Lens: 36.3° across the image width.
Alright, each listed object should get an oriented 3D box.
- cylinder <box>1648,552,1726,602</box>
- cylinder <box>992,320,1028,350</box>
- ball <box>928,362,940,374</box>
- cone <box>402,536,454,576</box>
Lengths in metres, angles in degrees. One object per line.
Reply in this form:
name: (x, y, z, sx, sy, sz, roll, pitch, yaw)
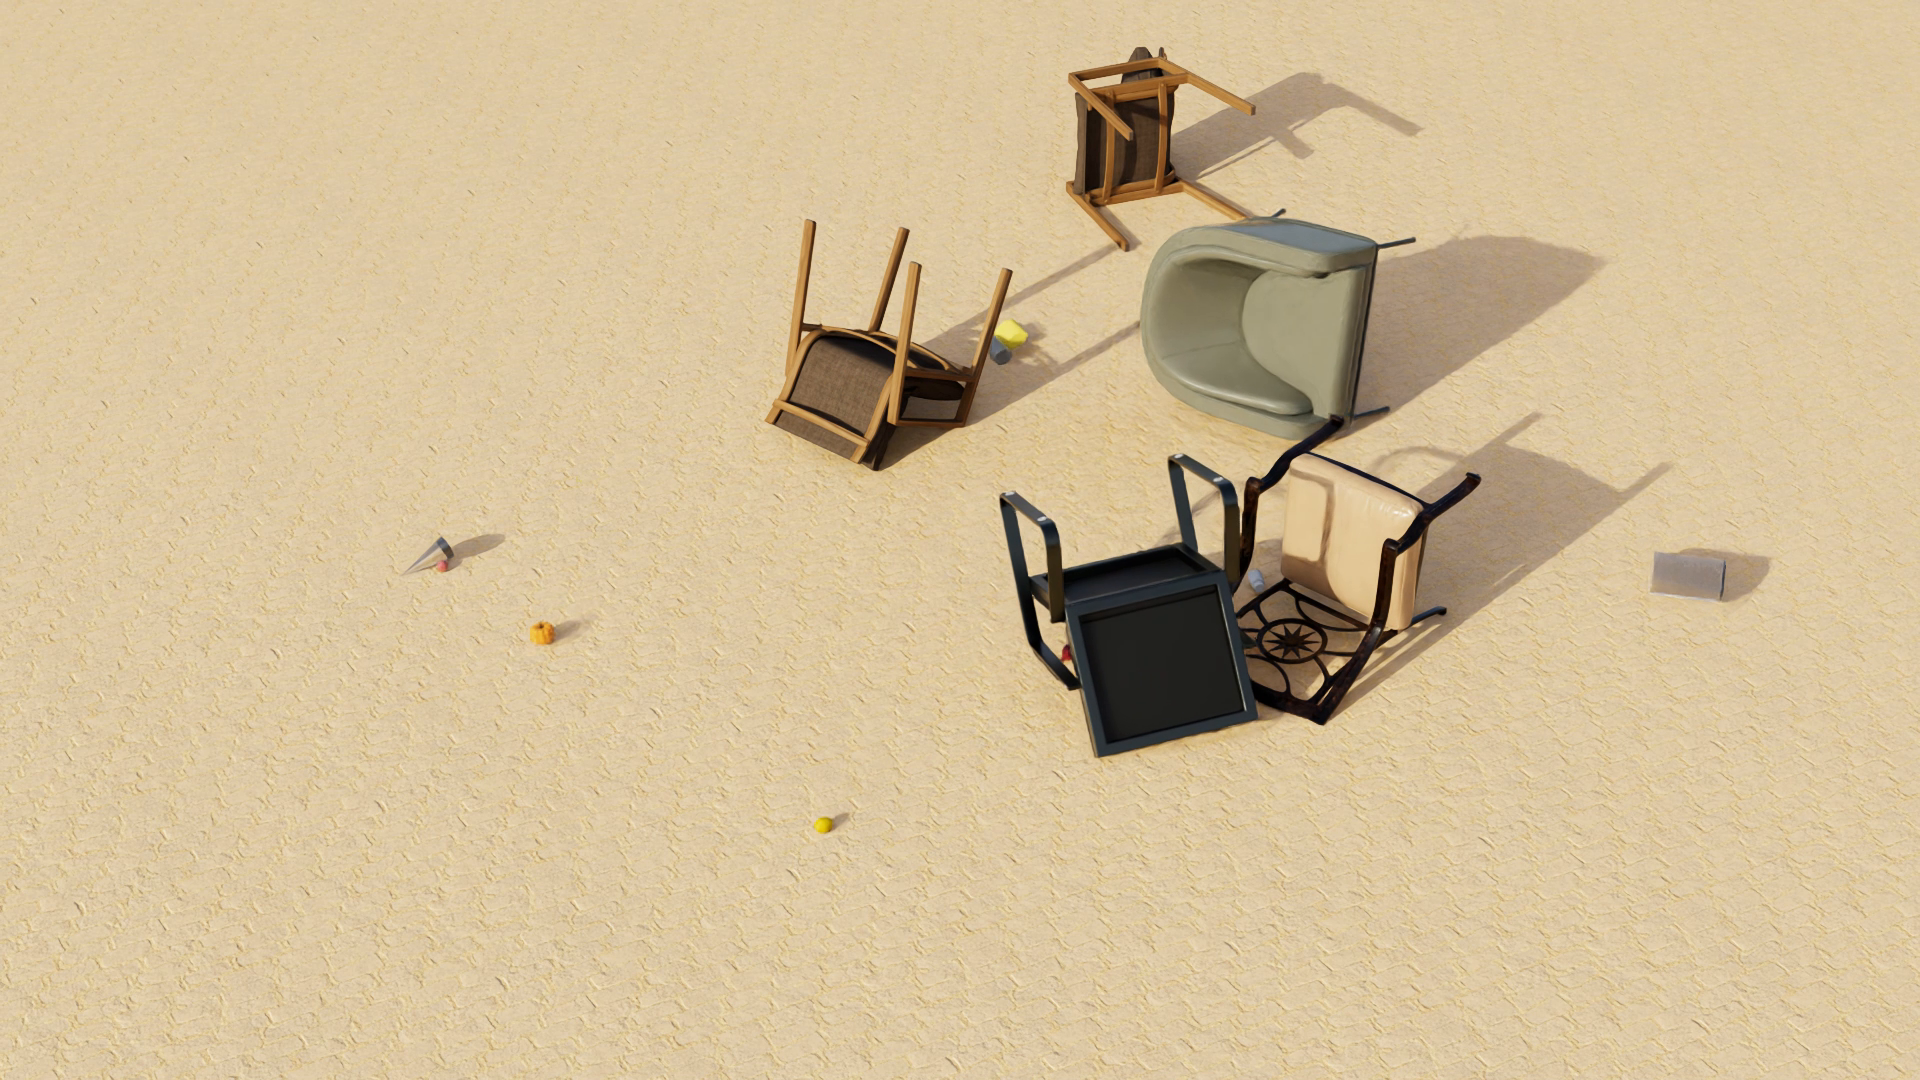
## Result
cylinder: (2.626, 0.133, 10.596, 0.252, 0.152, 0.232, 7, 15, 10)
cylinder: (0.208, -0.852, 12.172, 0.111, 0.058, 0.116, -36, 40, -3)
ball: (-0.105, -0.701, 11.963, 0.050, 0.050, 0.050, 0, 33, 0)
cone: (-1.970, 0.080, 10.770, 0.202, 0.092, 0.152, -34, 2, -17)
